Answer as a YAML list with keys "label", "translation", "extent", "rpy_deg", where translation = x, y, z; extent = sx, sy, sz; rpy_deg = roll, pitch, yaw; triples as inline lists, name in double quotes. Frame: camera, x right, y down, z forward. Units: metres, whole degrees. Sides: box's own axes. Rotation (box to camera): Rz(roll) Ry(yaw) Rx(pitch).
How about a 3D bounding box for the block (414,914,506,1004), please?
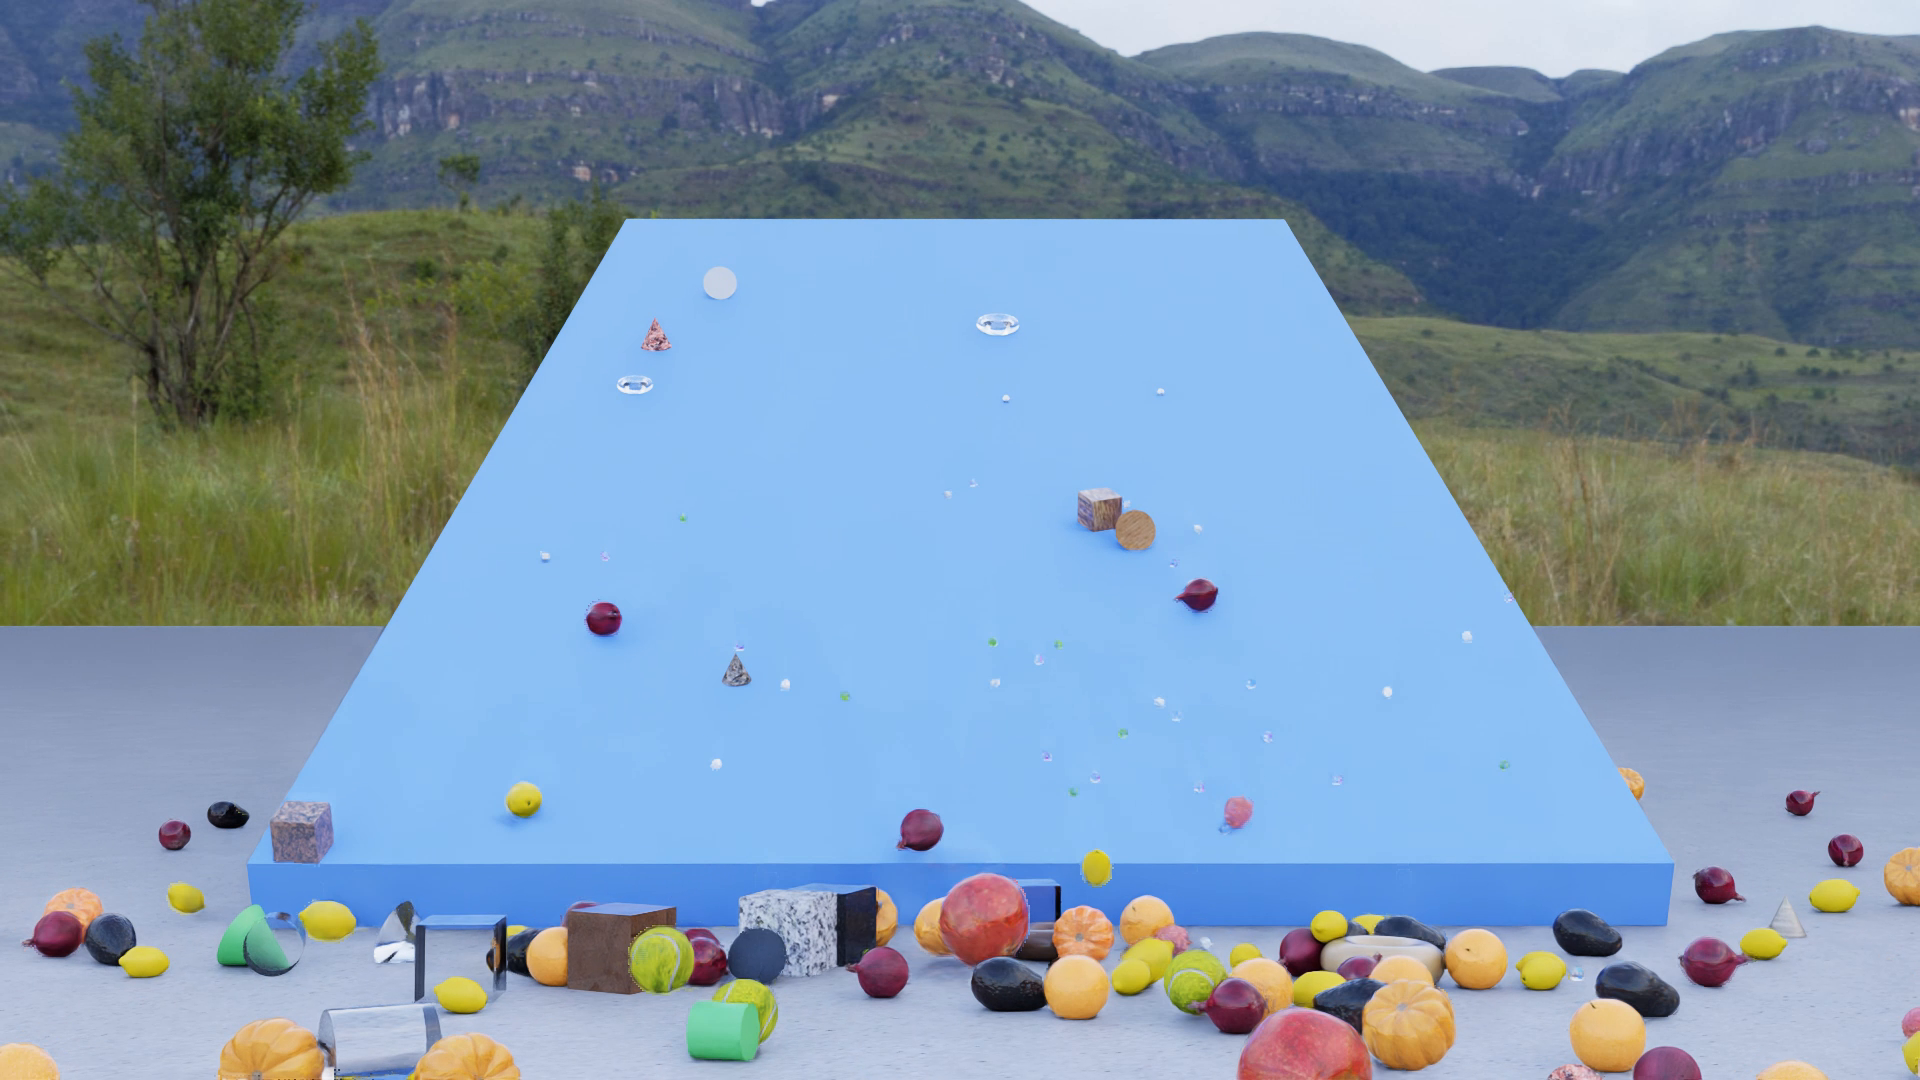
- label: "block"
  translation: [-0.573, 0.481, 2.623]
  extent: [0.088, 0.088, 0.088]
  rpy_deg: [0, -2, -2]

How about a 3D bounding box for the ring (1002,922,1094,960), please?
- label: "ring"
  translation: [0.115, 0.517, 2.940]
  extent: [0.119, 0.040, 0.119]
  rpy_deg: [-1, -2, 0]

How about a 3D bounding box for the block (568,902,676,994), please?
- label: "block"
  translation: [-0.400, 0.482, 2.699]
  extent: [0.091, 0.091, 0.091]
  rpy_deg: [-1, -2, 28]

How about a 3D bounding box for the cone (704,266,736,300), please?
- label: "cone"
  translation: [-0.644, -0.677, 6.093]
  extent: [0.089, 0.089, 0.089]
  rpy_deg: [0, -6, -9]

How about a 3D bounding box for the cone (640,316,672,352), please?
- label: "cone"
  translation: [-0.749, -0.512, 5.609]
  extent: [0.076, 0.076, 0.076]
  rpy_deg: [0, 21, 0]

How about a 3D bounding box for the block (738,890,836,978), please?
- label: "block"
  translation: [-0.213, 0.486, 2.824]
  extent: [0.093, 0.093, 0.093]
  rpy_deg: [-1, -2, 18]

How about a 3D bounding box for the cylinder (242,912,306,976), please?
- label: "cylinder"
  translation: [-0.843, 0.497, 2.806]
  extent: [0.070, 0.070, 0.070]
  rpy_deg: [0, -2, -12]

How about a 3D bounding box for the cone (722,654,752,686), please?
- label: "cone"
  translation: [-0.369, 0.209, 3.761]
  extent: [0.050, 0.050, 0.050]
  rpy_deg: [0, 21, 0]

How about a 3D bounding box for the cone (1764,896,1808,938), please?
- label: "cone"
  translation: [1.134, 0.515, 3.131]
  extent: [0.056, 0.056, 0.056]
  rpy_deg: [0, -2, 0]

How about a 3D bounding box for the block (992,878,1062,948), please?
- label: "block"
  translation: [0.089, 0.500, 3.052]
  extent: [0.082, 0.082, 0.082]
  rpy_deg: [0, -2, -6]

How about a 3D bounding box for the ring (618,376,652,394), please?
- label: "ring"
  translation: [-0.752, -0.359, 5.278]
  extent: [0.083, 0.028, 0.083]
  rpy_deg: [1, 20, 0]

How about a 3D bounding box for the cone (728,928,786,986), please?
- label: "cone"
  translation: [-0.237, 0.514, 2.749]
  extent: [0.072, 0.072, 0.072]
  rpy_deg: [0, -29, 8]

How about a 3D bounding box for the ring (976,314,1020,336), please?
- label: "ring"
  translation: [0.096, -0.544, 5.753]
  extent: [0.109, 0.036, 0.109]
  rpy_deg: [1, 20, 0]

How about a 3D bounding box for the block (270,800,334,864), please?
- label: "block"
  translation: [-0.926, 0.411, 3.210]
  extent: [0.064, 0.064, 0.064]
  rpy_deg: [2, 21, 5]

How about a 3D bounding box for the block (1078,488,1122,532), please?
- label: "block"
  translation: [0.272, -0.059, 4.447]
  extent: [0.064, 0.064, 0.064]
  rpy_deg: [-9, 23, -23]

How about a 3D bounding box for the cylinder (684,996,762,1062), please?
- label: "cylinder"
  translation: [-0.234, 0.485, 2.252]
  extent: [0.056, 0.056, 0.056]
  rpy_deg: [-23, -11, 23]

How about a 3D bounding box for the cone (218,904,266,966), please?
- label: "cone"
  translation: [-0.868, 0.515, 2.857]
  extent: [0.085, 0.085, 0.085]
  rpy_deg: [27, 4, 13]

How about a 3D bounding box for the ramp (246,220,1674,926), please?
- label: "ramp"
  translation: [-0.006, -0.214, 5.079]
  extent: [2.000, 0.100, 4.000]
  rpy_deg: [0, 21, 0]

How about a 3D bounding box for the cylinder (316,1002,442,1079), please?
- label: "cylinder"
  translation: [-0.514, 0.459, 2.019]
  extent: [0.091, 0.091, 0.091]
  rpy_deg: [1, -2, -26]

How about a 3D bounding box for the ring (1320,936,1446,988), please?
- label: "ring"
  translation: [0.506, 0.505, 2.729]
  extent: [0.148, 0.049, 0.148]
  rpy_deg: [1, -2, 0]

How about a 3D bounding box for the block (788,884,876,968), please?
- label: "block"
  translation: [-0.167, 0.490, 2.908]
  extent: [0.091, 0.091, 0.091]
  rpy_deg: [-1, -2, 23]
